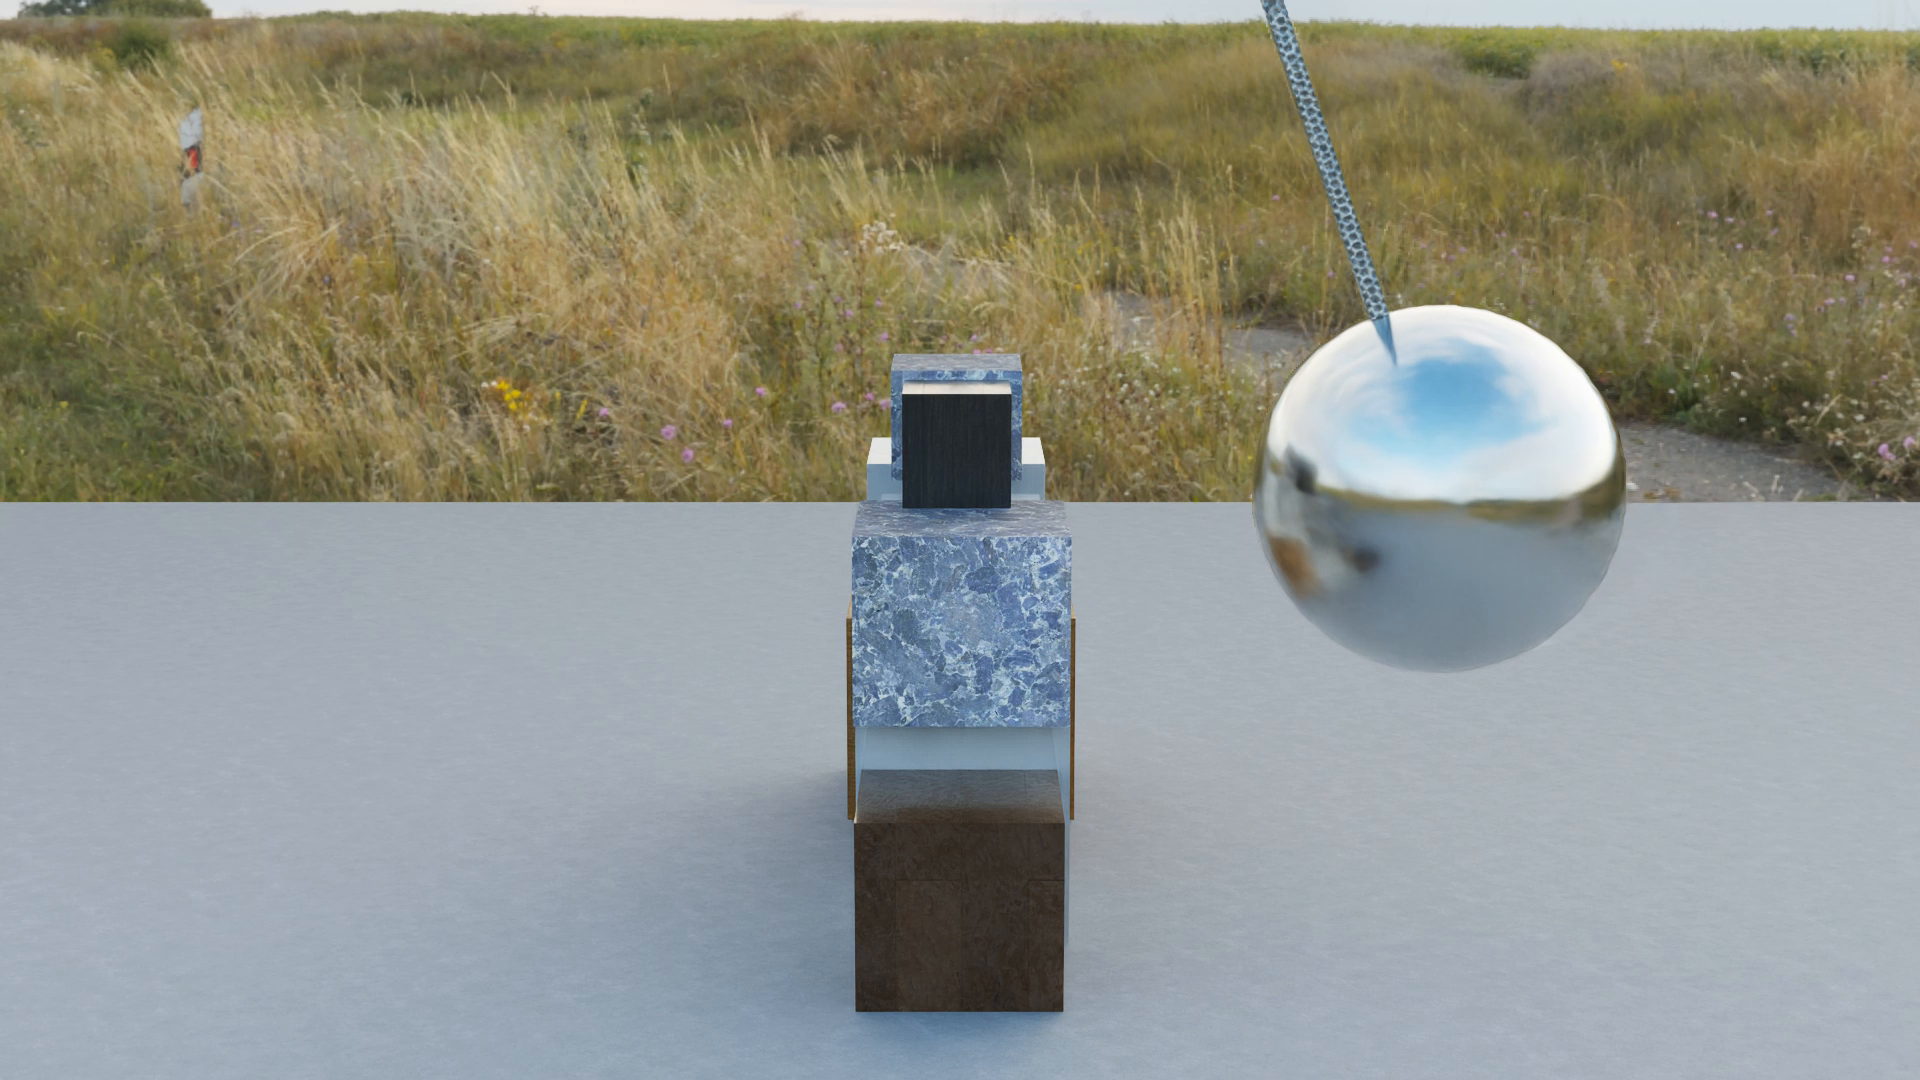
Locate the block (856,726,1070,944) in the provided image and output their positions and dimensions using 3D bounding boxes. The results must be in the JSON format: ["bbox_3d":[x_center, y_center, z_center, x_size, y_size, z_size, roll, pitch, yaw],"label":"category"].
[{"bbox_3d":[0.012,1.091,10.845,0.864,0.973,0.930,0,10,0],"label":"block"}]

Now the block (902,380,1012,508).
[{"bbox_3d":[-0.013,-0.409,10.812,0.449,0.477,0.487,0,10,0],"label":"block"}]

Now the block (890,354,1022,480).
[{"bbox_3d":[-0.015,-0.548,11.325,0.564,0.478,0.564,0,12,0],"label":"block"}]

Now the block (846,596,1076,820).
[{"bbox_3d":[0.004,0.766,12.613,1.079,0.981,0.954,0,10,0],"label":"block"}]

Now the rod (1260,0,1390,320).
[{"bbox_3d":[0.899,-3.359,10.570,0.080,5.200,0.080,-20,10,4],"label":"rod"}]

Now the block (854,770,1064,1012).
[{"bbox_3d":[-0.002,1.357,10.030,0.789,0.741,0.750,0,10,0],"label":"block"}]

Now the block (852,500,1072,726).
[{"bbox_3d":[0.006,0.283,10.456,0.855,0.757,0.879,0,10,0],"label":"block"}]

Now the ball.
[{"bbox_3d":[2.074,-0.220,11.140,1.600,1.600,1.600,0,10,0],"label":"ball"}]

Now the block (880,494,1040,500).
[{"bbox_3d":[0.002,0.183,11.251,0.706,0.672,0.693,0,10,0],"label":"block"}]

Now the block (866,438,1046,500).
[{"bbox_3d":[-0.018,-0.024,11.984,0.801,0.798,0.813,0,10,0],"label":"block"}]
